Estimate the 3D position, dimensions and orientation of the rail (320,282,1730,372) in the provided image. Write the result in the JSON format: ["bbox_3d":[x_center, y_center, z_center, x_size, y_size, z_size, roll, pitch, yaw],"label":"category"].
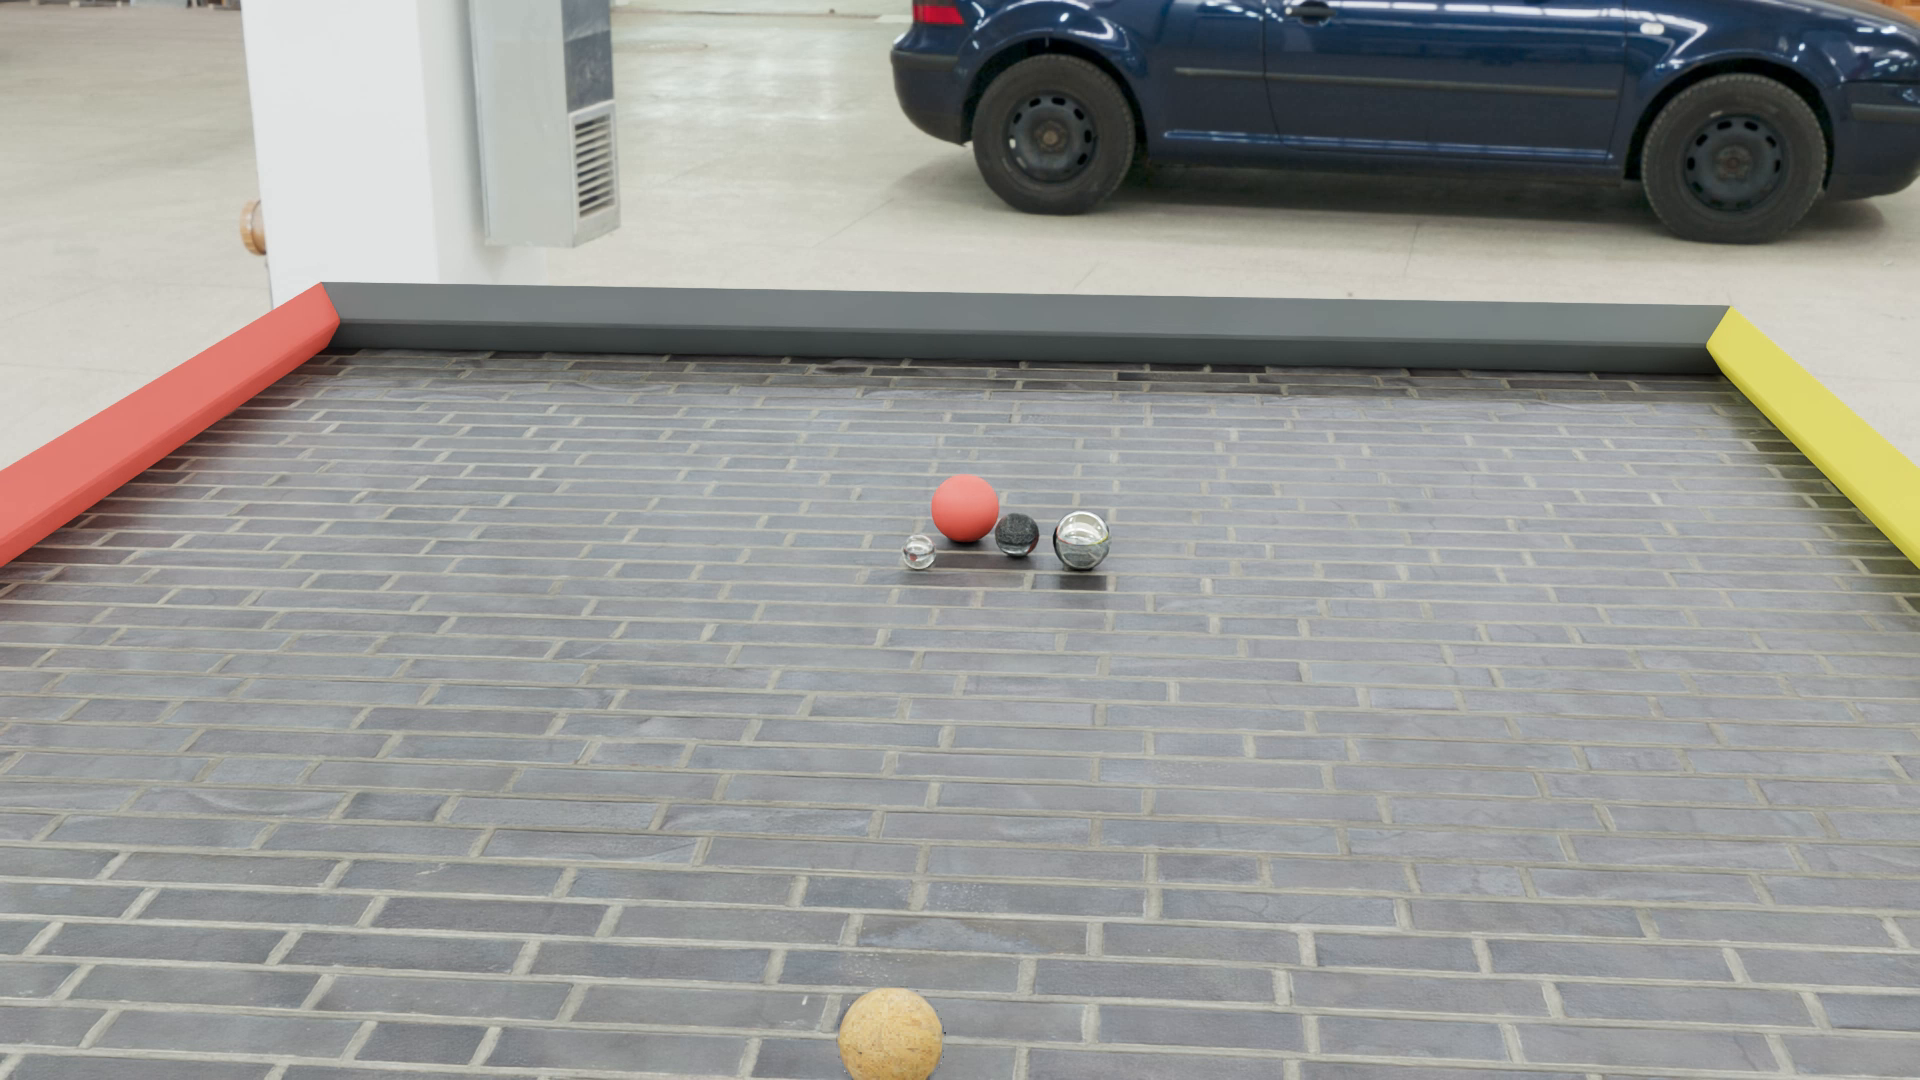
[{"bbox_3d":[0.080,-0.351,3.664,2.358,0.113,0.045,1,19,4],"label":"rail"}]

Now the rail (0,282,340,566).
[{"bbox_3d":[-1.234,0.282,1.797,0.045,0.113,4.184,1,19,4],"label":"rail"}]

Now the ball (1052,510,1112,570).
[{"bbox_3d":[0.149,0.000,2.693,0.073,0.073,0.073,0,19,0],"label":"ball"}]

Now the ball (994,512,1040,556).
[{"bbox_3d":[0.071,-0.007,2.741,0.056,0.056,0.056,0,19,0],"label":"ball"}]

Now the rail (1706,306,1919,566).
[{"bbox_3d":[1.070,0.340,1.625,0.045,0.113,4.184,1,19,4],"label":"rail"}]

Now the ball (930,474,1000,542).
[{"bbox_3d":[0.006,-0.040,2.791,0.087,0.087,0.087,0,19,0],"label":"ball"}]

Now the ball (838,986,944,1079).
[{"bbox_3d":[-0.051,0.366,1.608,0.077,0.077,0.077,0,19,0],"label":"ball"}]

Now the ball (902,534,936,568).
[{"bbox_3d":[-0.050,0.014,2.699,0.043,0.043,0.043,0,19,0],"label":"ball"}]
